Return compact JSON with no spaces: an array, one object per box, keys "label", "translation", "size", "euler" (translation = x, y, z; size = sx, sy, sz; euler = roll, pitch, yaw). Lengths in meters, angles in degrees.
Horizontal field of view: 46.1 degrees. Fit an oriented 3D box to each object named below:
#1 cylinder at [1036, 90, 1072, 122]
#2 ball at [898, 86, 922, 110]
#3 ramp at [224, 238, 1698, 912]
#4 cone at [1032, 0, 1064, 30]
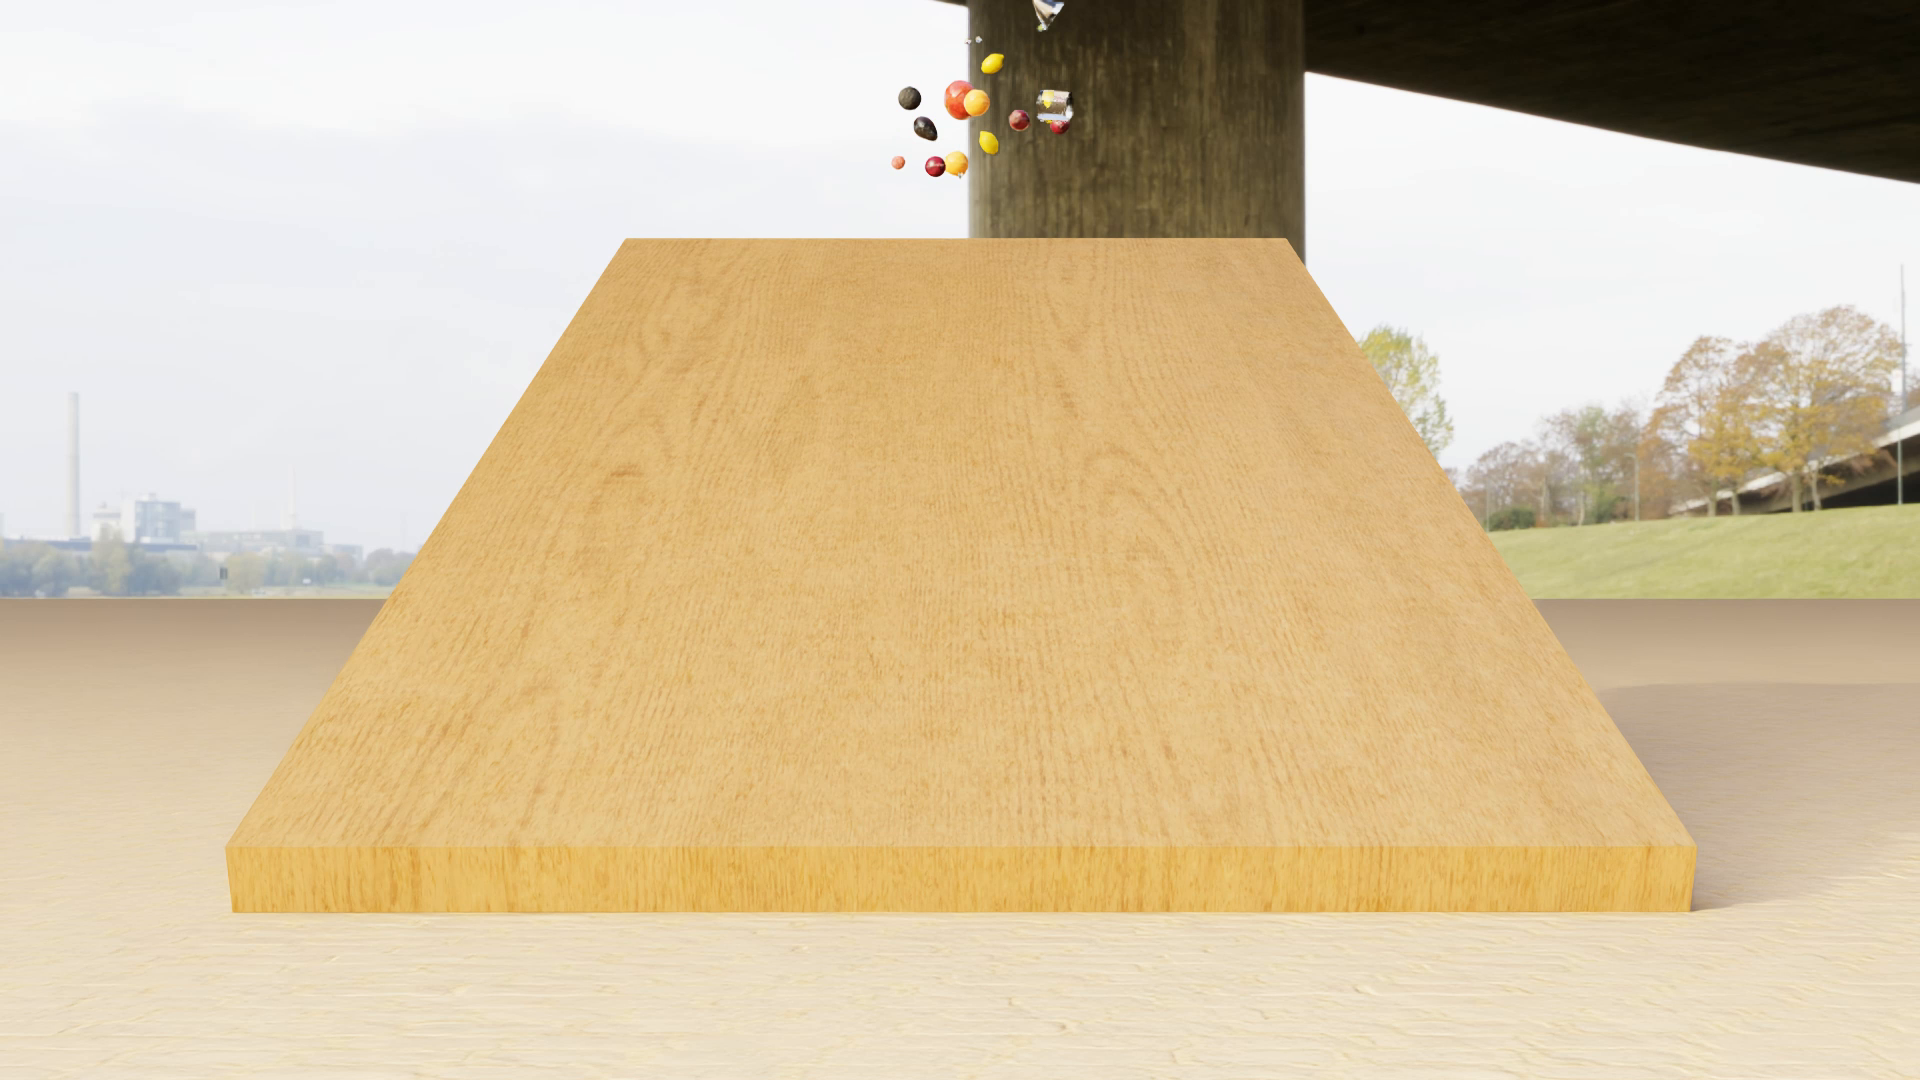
[{"label":"cylinder","translation":[0.272,-1.244,6.464],"size":[0.085,0.085,0.085],"euler":[8,1,15]},{"label":"ball","translation":[-0.143,-1.250,6.391],"size":[0.068,0.068,0.068],"euler":[0,-1,0]},{"label":"ramp","translation":[-0.005,-0.202,4.969],"size":[2.000,0.100,4.000],"euler":[0,19,0]},{"label":"cone","translation":[0.240,-1.561,6.604],"size":[0.097,0.097,0.097],"euler":[38,-5,-5]}]
